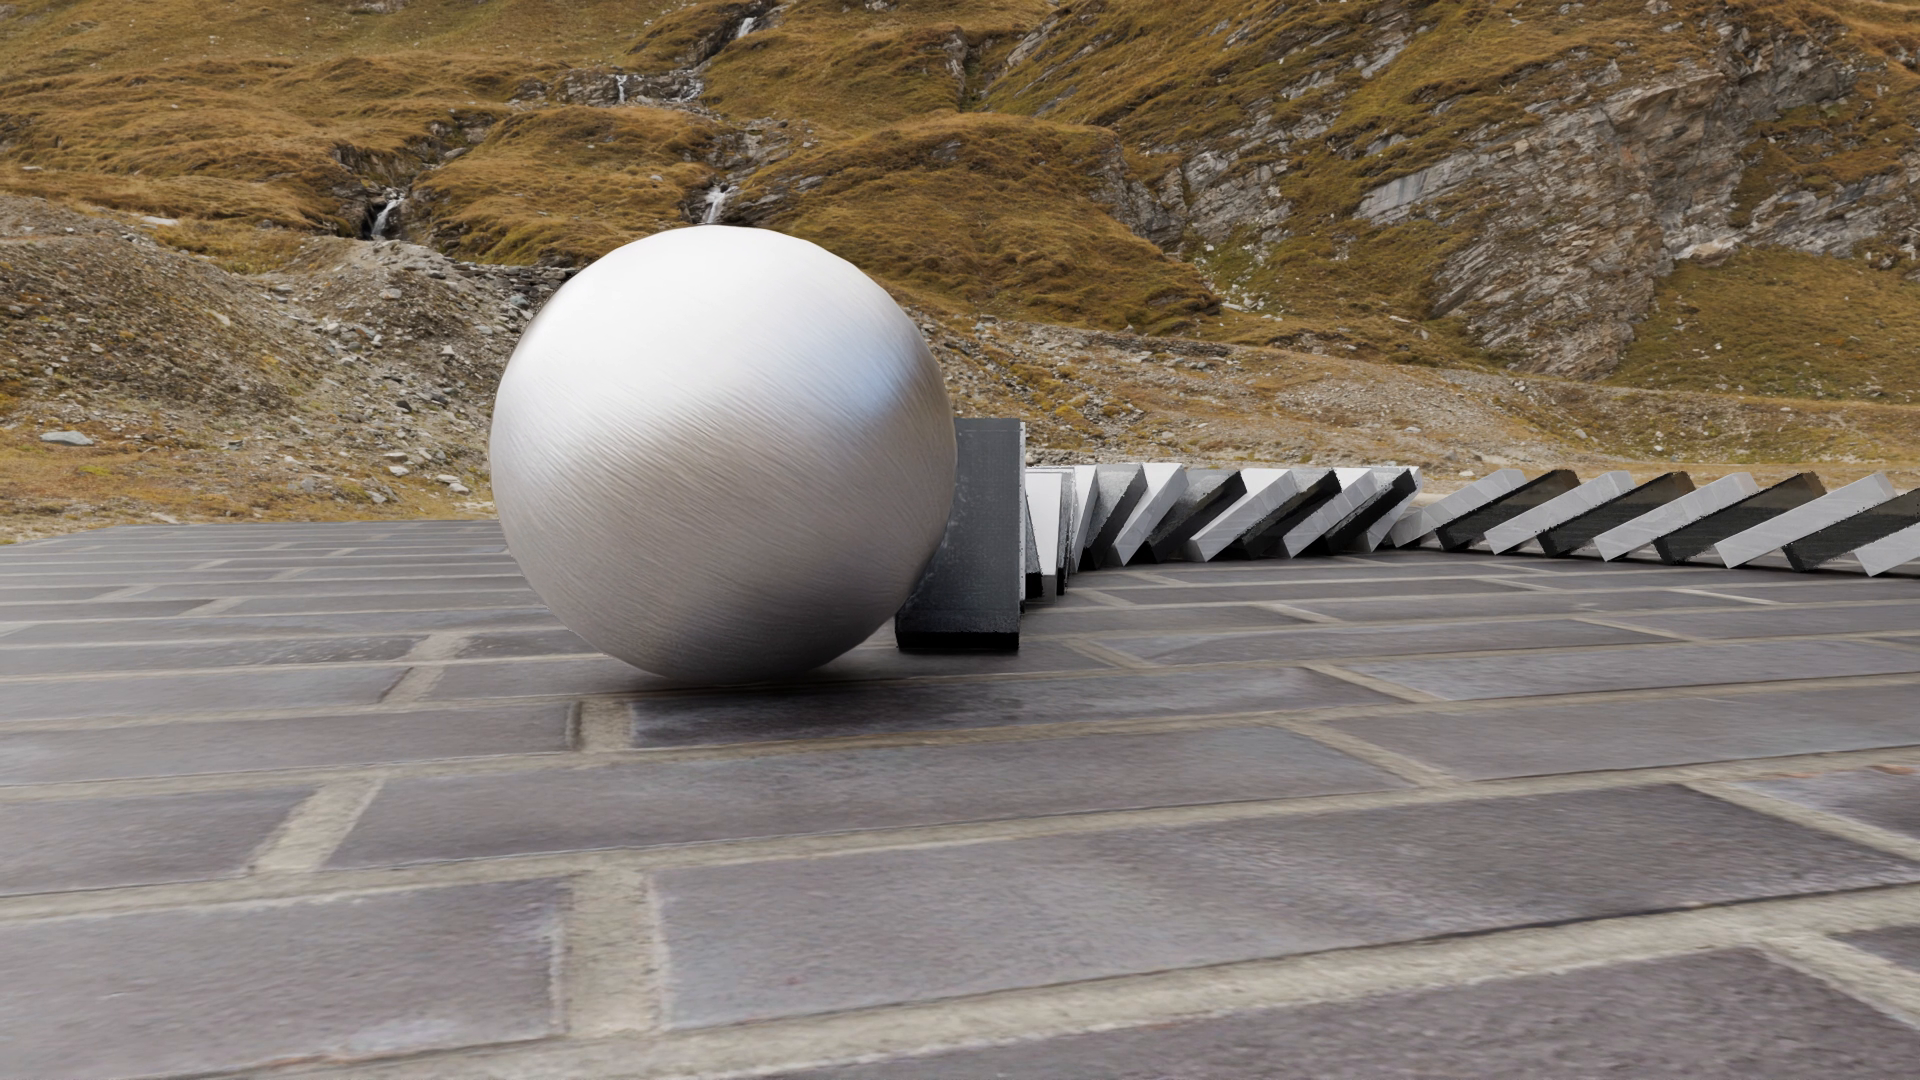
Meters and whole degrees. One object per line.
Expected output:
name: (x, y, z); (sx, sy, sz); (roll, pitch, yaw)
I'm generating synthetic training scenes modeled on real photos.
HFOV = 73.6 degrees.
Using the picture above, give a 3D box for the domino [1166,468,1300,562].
domino: (0.100, -0.010, 0.480); (0.050, 0.009, 0.025); (-34, 18, -21)

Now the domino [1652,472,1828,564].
domino: (0.270, -0.007, 0.445); (0.025, 0.009, 0.050); (-5, -23, -48)

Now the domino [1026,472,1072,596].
domino: (0.020, -0.003, 0.380); (0.025, 0.009, 0.050); (1, 35, 8)

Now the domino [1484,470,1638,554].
domino: (0.227, -0.010, 0.486); (0.050, 0.009, 0.025); (-34, -19, 38)

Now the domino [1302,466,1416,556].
domino: (0.153, -0.012, 0.505); (0.050, 0.009, 0.025); (-34, 20, -21)

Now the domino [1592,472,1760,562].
domino: (0.256, -0.008, 0.458); (0.025, 0.009, 0.050); (-5, -23, -48)

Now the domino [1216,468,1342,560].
domino: (0.118, -0.010, 0.487); (0.050, 0.009, 0.025); (-34, 18, -21)

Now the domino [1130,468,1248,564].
domino: (0.080, -0.009, 0.474); (0.050, 0.009, 0.025); (-36, 21, -25)

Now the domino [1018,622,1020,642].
domino: (0.001, -0.003, 0.284); (0.025, 0.050, 0.010); (0, -26, 3)

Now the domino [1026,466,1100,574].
domino: (0.031, -0.008, 0.437); (0.025, 0.010, 0.050); (0, 36, 17)

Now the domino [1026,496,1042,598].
domino: (0.006, -0.005, 0.346); (0.025, 0.009, 0.050); (-7, 45, -1)

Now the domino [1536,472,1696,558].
domino: (0.242, -0.009, 0.472); (0.025, 0.009, 0.050); (-5, -22, -48)

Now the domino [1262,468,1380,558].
domino: (0.135, -0.011, 0.496); (0.050, 0.010, 0.025); (-34, 18, -21)

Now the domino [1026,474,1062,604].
domino: (0.015, -0.001, 0.362); (0.025, 0.009, 0.050); (0, 35, 7)

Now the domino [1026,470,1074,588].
domino: (0.022, -0.004, 0.399); (0.025, 0.009, 0.050); (1, 36, 8)

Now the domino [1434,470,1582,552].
domino: (0.213, -0.011, 0.499); (0.050, 0.009, 0.025); (-33, -19, 36)

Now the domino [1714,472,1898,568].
domino: (0.284, -0.006, 0.431); (0.025, 0.009, 0.050); (-5, -23, -47)

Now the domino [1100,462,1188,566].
domino: (0.060, -0.010, 0.465); (0.025, 0.010, 0.050); (4, 39, 42)

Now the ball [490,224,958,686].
ball: (-0.040, -0.014, 0.226); (0.080, 0.080, 0.080); (0, 4, 0)

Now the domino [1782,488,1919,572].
domino: (0.299, -0.005, 0.418); (0.025, 0.010, 0.050); (-5, -23, -46)

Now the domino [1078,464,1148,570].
domino: (0.045, -0.009, 0.452); (0.025, 0.010, 0.050); (2, 38, 32)

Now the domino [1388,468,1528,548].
domino: (0.199, -0.012, 0.512); (0.050, 0.009, 0.025); (-33, -19, 36)

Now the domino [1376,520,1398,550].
domino: (0.177, -0.003, 0.545); (0.025, 0.010, 0.050); (3, 5, 38)

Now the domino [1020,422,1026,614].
domino: (0.004, -0.006, 0.328); (0.025, 0.050, 0.009); (0, -26, 3)

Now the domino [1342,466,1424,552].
domino: (0.166, -0.013, 0.523); (0.025, 0.009, 0.050); (4, 36, 45)

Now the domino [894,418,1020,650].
domino: (0.000, -0.002, 0.273); (0.025, 0.050, 0.010); (0, -26, 3)

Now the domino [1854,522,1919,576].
domino: (0.313, -0.005, 0.404); (0.025, 0.010, 0.050); (-6, -23, -46)

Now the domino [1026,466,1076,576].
domino: (0.024, -0.006, 0.419); (0.025, 0.009, 0.050); (-1, 35, 9)
